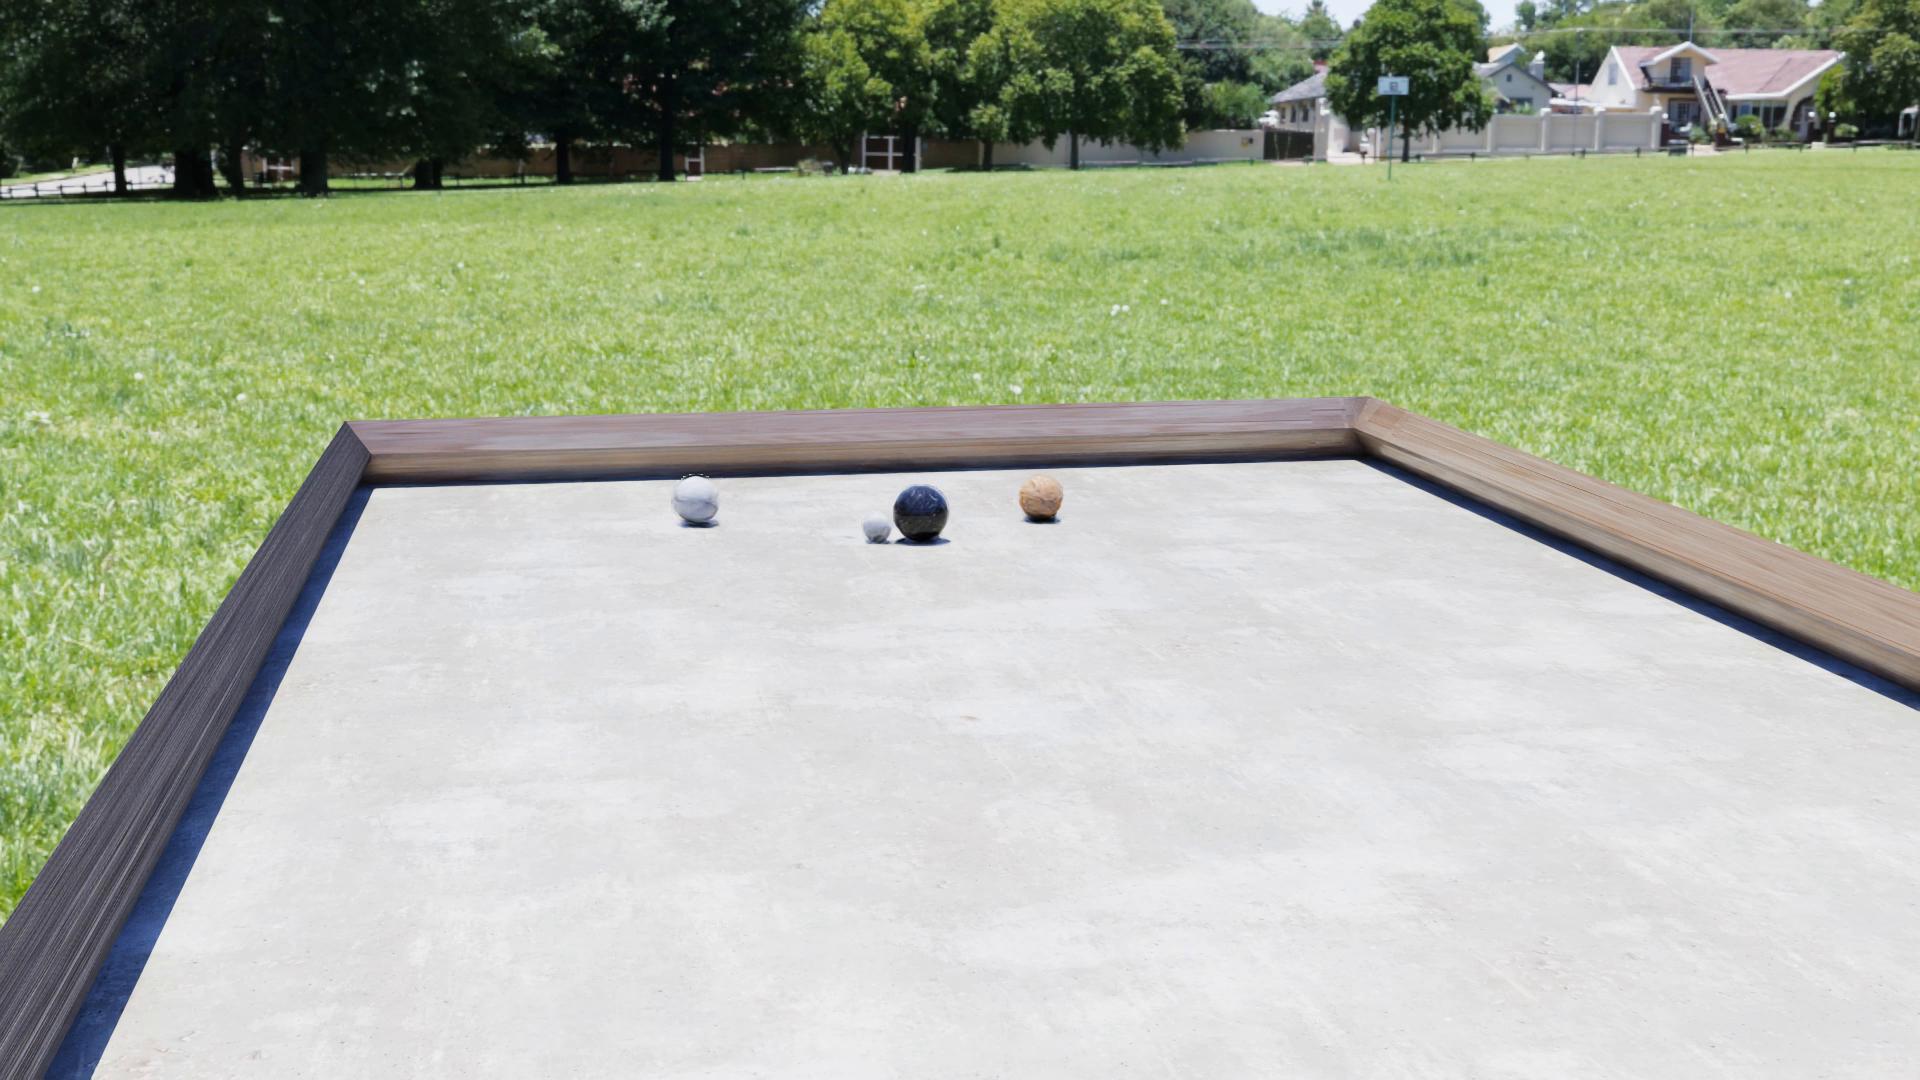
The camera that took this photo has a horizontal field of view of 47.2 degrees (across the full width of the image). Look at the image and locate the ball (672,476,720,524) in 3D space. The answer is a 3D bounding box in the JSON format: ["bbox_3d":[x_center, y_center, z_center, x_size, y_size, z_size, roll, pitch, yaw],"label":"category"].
[{"bbox_3d":[-0.404,-0.061,3.372,0.073,0.073,0.073,0,11,0],"label":"ball"}]

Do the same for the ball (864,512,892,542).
[{"bbox_3d":[-0.121,-0.018,3.233,0.043,0.043,0.043,0,11,0],"label":"ball"}]

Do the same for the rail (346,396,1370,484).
[{"bbox_3d":[-0.140,-0.174,3.848,1.816,0.108,0.045,-2,11,-10],"label":"rail"}]

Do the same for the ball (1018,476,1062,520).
[{"bbox_3d":[0.125,-0.064,3.403,0.068,0.068,0.068,0,11,0],"label":"ball"}]

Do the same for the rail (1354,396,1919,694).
[{"bbox_3d":[1.015,0.104,2.443,0.045,0.108,3.273,-2,11,-10],"label":"rail"}]

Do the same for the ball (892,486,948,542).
[{"bbox_3d":[-0.058,-0.039,3.234,0.083,0.083,0.083,0,11,0],"label":"ball"}]

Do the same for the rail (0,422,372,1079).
[{"bbox_3d":[-0.726,0.164,2.138,0.045,0.108,3.273,-2,11,-10],"label":"rail"}]
